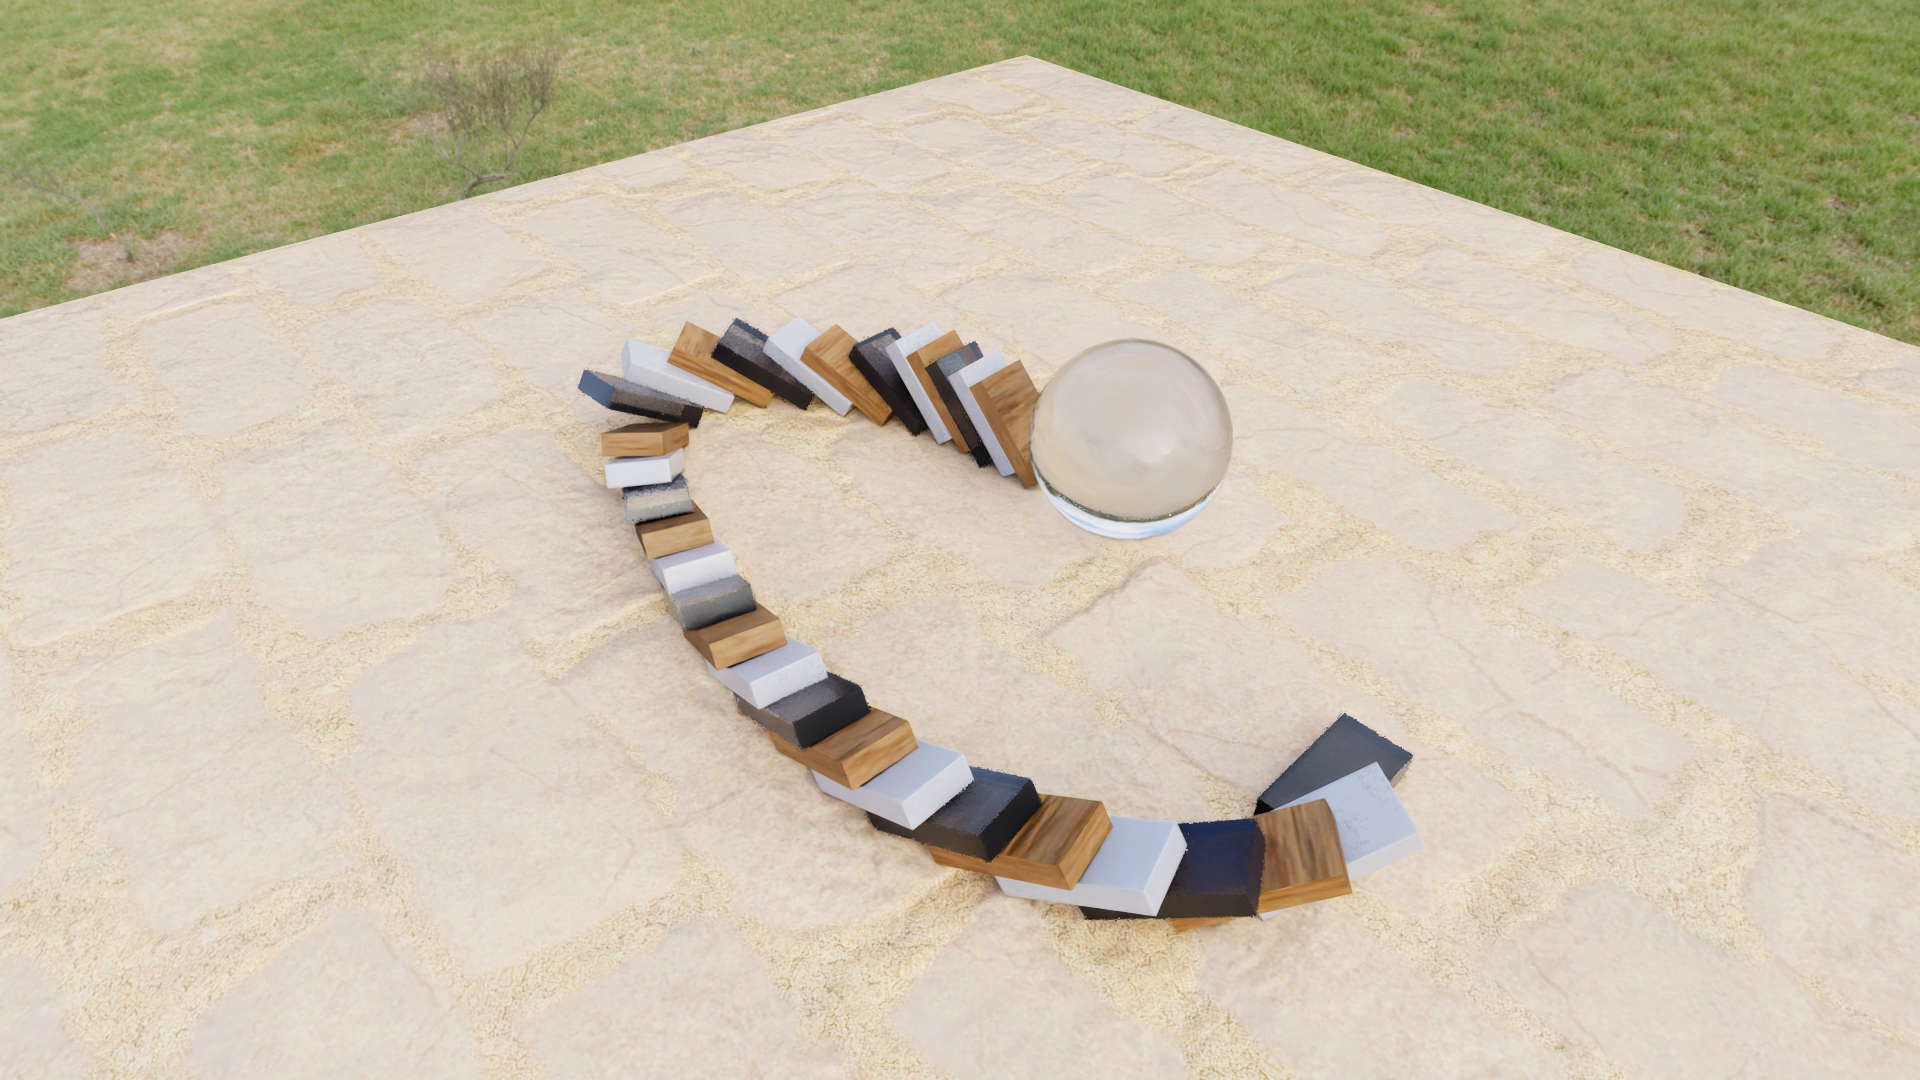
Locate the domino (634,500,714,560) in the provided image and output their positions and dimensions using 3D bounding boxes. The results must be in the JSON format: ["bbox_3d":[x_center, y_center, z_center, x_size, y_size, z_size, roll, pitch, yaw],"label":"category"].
[{"bbox_3d":[-0.114,-0.005,0.433,0.025,0.009,0.050,-15,15,-18],"label":"domino"}]

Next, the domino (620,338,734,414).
[{"bbox_3d":[-0.133,-0.077,0.518,0.050,0.009,0.025,17,29,-32],"label":"domino"}]

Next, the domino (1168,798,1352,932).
[{"bbox_3d":[0.083,0.092,0.313,0.050,0.010,0.025,-21,35,20],"label":"domino"}]

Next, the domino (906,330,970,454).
[{"bbox_3d":[-0.001,-0.067,0.498,0.025,0.050,0.009,-36,10,-34],"label":"domino"}]

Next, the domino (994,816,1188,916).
[{"bbox_3d":[0.037,0.091,0.314,0.050,0.010,0.025,-6,30,38],"label":"domino"}]

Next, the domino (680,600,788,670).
[{"bbox_3d":[-0.081,0.031,0.388,0.025,0.009,0.050,-20,17,-22],"label":"domino"}]

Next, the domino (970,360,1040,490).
[{"bbox_3d":[0.027,-0.050,0.478,0.025,0.050,0.010,-34,8,-34],"label":"domino"}]

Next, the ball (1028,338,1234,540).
[{"bbox_3d":[0.067,-0.040,0.436,0.080,0.080,0.080,0,39,0],"label":"ball"}]

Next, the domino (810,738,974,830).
[{"bbox_3d":[-0.022,0.072,0.339,0.025,0.010,0.050,-33,22,-33],"label":"domino"}]

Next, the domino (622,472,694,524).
[{"bbox_3d":[-0.123,-0.018,0.447,0.025,0.010,0.050,-12,13,-14],"label":"domino"}]

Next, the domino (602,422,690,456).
[{"bbox_3d":[-0.136,-0.044,0.479,0.025,0.009,0.050,-1,11,-1],"label":"domino"}]

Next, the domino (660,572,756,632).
[{"bbox_3d":[-0.093,0.019,0.403,0.025,0.009,0.050,-17,16,-20],"label":"domino"}]

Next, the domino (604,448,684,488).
[{"bbox_3d":[-0.132,-0.031,0.463,0.025,0.009,0.050,-6,11,-7],"label":"domino"}]

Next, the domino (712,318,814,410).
[{"bbox_3d":[-0.091,-0.085,0.528,0.050,0.009,0.025,29,39,-11],"label":"domino"}]

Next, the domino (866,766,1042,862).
[{"bbox_3d":[-0.003,0.079,0.329,0.050,0.009,0.025,0,30,46],"label":"domino"}]

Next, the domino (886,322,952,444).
[{"bbox_3d":[-0.011,-0.072,0.504,0.025,0.050,0.009,-34,8,-34],"label":"domino"}]

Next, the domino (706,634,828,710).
[{"bbox_3d":[-0.067,0.042,0.375,0.025,0.009,0.050,-23,18,-26],"label":"domino"}]

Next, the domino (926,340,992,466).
[{"bbox_3d":[0.008,-0.061,0.491,0.025,0.050,0.010,-34,8,-34],"label":"domino"}]

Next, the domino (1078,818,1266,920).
[{"bbox_3d":[0.059,0.094,0.312,0.050,0.010,0.025,-13,32,30],"label":"domino"}]

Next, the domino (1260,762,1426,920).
[{"bbox_3d":[0.105,0.087,0.319,0.050,0.009,0.025,-29,39,10],"label":"domino"}]

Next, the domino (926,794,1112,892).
[{"bbox_3d":[0.017,0.086,0.321,0.050,0.010,0.025,-4,30,42],"label":"domino"}]

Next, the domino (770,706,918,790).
[{"bbox_3d":[-0.038,0.063,0.350,0.025,0.009,0.050,-29,20,-30],"label":"domino"}]

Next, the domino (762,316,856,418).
[{"bbox_3d":[-0.067,-0.084,0.528,0.050,0.009,0.025,39,47,2],"label":"domino"}]

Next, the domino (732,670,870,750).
[{"bbox_3d":[-0.053,0.053,0.362,0.025,0.010,0.050,-26,19,-28],"label":"domino"}]

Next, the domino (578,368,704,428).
[{"bbox_3d":[-0.144,-0.064,0.500,0.025,0.010,0.050,31,13,33],"label":"domino"}]

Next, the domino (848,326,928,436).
[{"bbox_3d":[-0.026,-0.075,0.516,0.025,0.009,0.050,-33,78,-35],"label":"domino"}]

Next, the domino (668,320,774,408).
[{"bbox_3d":[-0.112,-0.084,0.528,0.050,0.010,0.025,25,36,-17],"label":"domino"}]

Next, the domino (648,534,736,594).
[{"bbox_3d":[-0.103,0.007,0.418,0.025,0.009,0.050,-17,16,-20],"label":"domino"}]

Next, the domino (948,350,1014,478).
[{"bbox_3d":[0.018,-0.056,0.485,0.025,0.050,0.010,-34,8,-34],"label":"domino"}]

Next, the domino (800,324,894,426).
[{"bbox_3d":[-0.048,-0.078,0.521,0.050,0.009,0.025,39,47,2],"label":"domino"}]

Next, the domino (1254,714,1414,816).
[{"bbox_3d":[0.119,0.078,0.348,0.050,0.009,0.025,-31,49,-33],"label":"domino"}]
